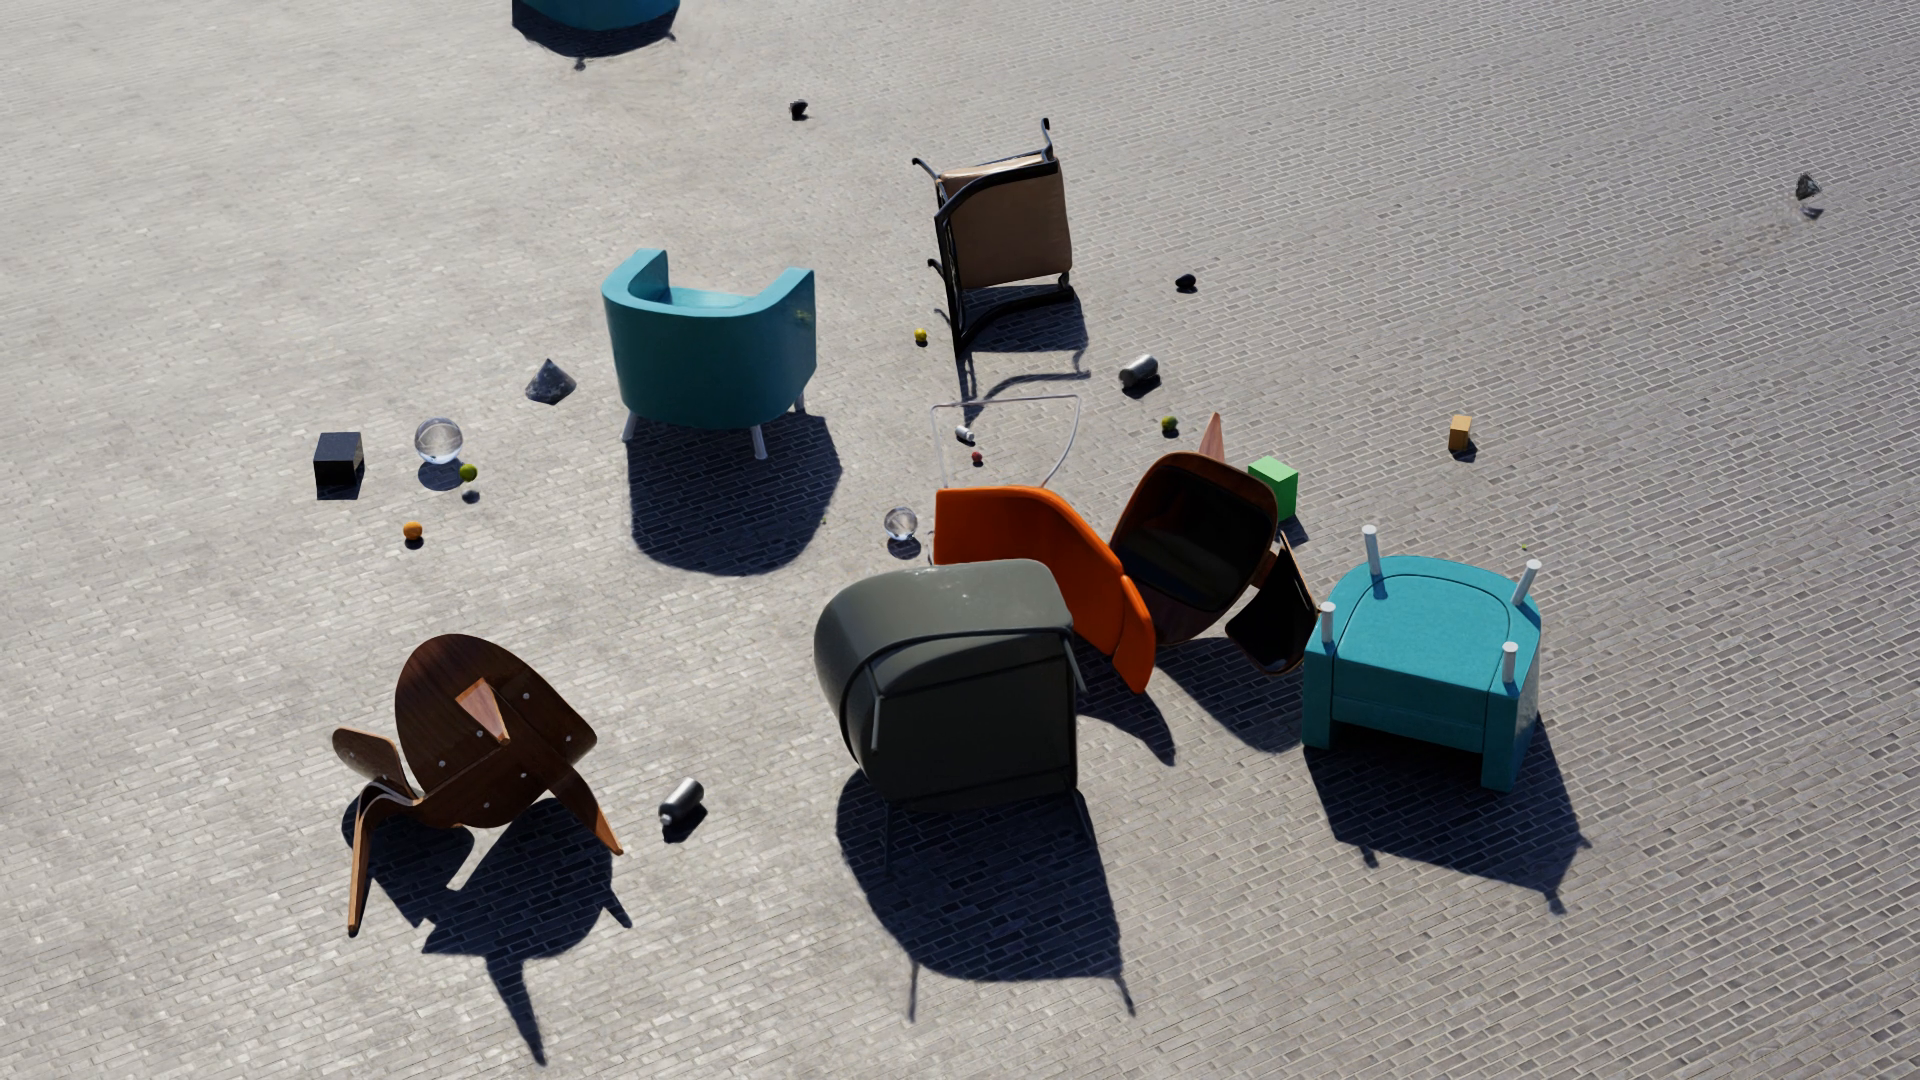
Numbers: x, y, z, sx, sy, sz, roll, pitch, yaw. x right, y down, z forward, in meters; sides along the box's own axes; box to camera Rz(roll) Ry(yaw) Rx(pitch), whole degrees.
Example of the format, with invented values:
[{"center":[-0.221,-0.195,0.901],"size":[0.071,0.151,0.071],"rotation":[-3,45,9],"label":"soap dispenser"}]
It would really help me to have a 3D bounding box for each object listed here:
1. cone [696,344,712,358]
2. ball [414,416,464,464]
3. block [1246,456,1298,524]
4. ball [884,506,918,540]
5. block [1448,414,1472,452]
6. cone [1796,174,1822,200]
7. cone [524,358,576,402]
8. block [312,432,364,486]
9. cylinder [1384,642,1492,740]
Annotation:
[{"center":[-1.043,-0.769,12.084],"size":[0.047,0.076,0.084],"rotation":[54,21,3],"label":"cone"},{"center":[-2.020,-0.386,11.359],"size":[0.188,0.188,0.188],"rotation":[0,33,0],"label":"ball"},{"center":[1.176,-0.191,11.063],"size":[0.106,0.188,0.158],"rotation":[-26,41,-34],"label":"block"},{"center":[-0.220,-0.062,10.922],"size":[0.127,0.127,0.127],"rotation":[0,33,0],"label":"ball"},{"center":[1.960,-0.420,11.497],"size":[0.069,0.094,0.111],"rotation":[9,34,13],"label":"block"},{"center":[3.837,-1.579,13.207],"size":[0.094,0.109,0.128],"rotation":[12,72,-9],"label":"cone"},{"center":[-1.658,-0.674,11.837],"size":[0.190,0.143,0.229],"rotation":[24,40,32],"label":"cone"},{"center":[-2.399,-0.314,11.320],"size":[0.153,0.111,0.209],"rotation":[-1,33,-1],"label":"block"},{"center":[1.627,0.515,9.988],"size":[0.289,0.191,0.308],"rotation":[1,33,-11],"label":"cylinder"}]
